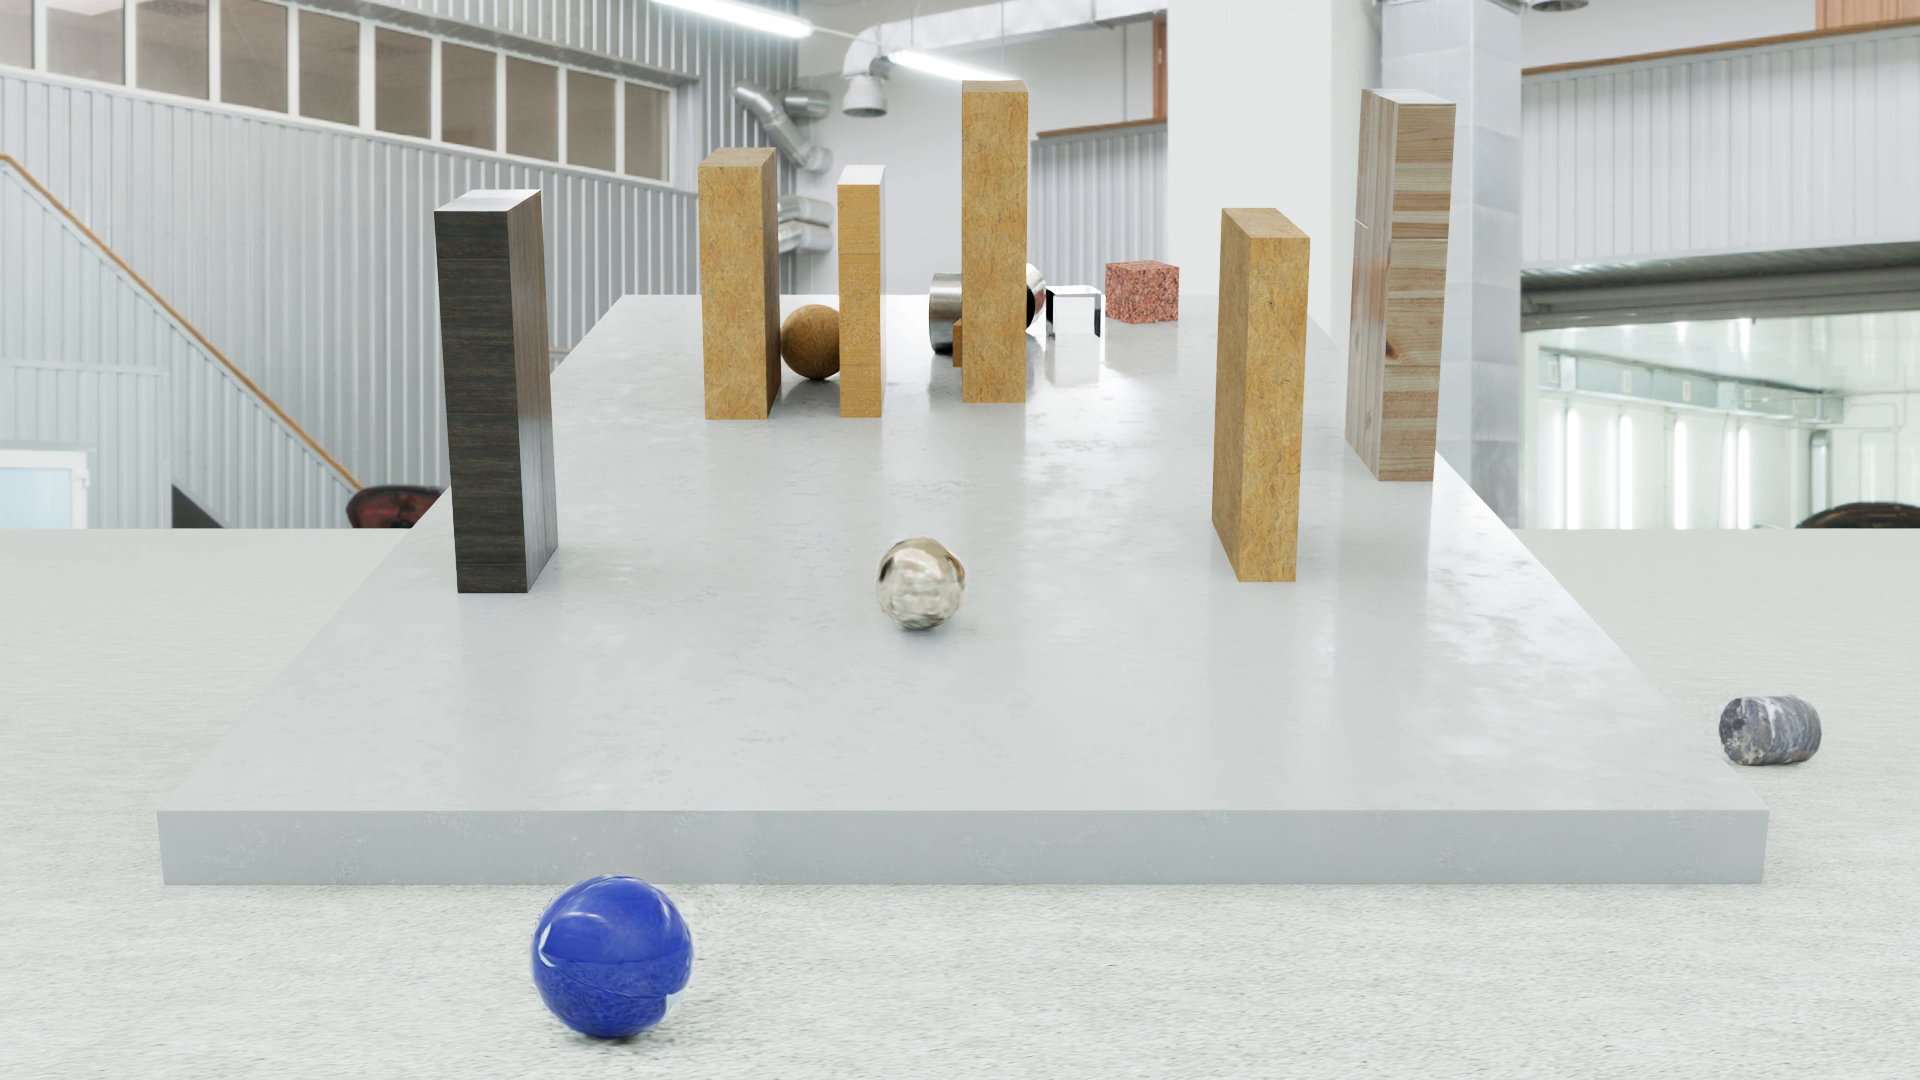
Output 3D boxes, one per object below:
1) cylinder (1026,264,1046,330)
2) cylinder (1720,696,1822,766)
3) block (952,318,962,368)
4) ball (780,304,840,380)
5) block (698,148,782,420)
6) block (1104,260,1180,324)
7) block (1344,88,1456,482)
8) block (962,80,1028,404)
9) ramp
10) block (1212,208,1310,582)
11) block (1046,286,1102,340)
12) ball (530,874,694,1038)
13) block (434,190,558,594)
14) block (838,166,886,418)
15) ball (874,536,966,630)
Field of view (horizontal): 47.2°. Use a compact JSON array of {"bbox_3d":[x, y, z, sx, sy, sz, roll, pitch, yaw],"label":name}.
[{"bbox_3d":[0.127,-0.646,5.912,0.189,0.189,0.189,0,15,13],"label":"cylinder"},{"bbox_3d":[1.516,0.356,4.116,0.128,0.128,0.128,0,1,-27],"label":"cylinder"},{"bbox_3d":[0.044,-0.494,5.520,0.105,0.105,0.105,3,16,10],"label":"block"},{"bbox_3d":[-0.349,-0.481,5.328,0.182,0.182,0.182,0,0,0],"label":"ball"},{"bbox_3d":[-0.499,-0.595,5.033,0.138,0.559,0.431,0,15,0],"label":"block"},{"bbox_3d":[0.510,-0.695,6.163,0.150,0.150,0.150,-7,17,-25],"label":"block"},{"bbox_3d":[0.883,-0.523,4.445,0.109,0.737,0.391,0,15,0],"label":"block"},{"bbox_3d":[0.078,-0.711,5.181,0.146,0.705,0.415,0,15,0],"label":"block"},{"bbox_3d":[-0.002,-0.151,4.667,2.000,0.100,4.000,0,15,0],"label":"ramp"},{"bbox_3d":[0.514,-0.261,3.798,0.096,0.576,0.401,0,15,0],"label":"block"},{"bbox_3d":[0.304,-0.611,5.908,0.124,0.124,0.124,-3,16,-10],"label":"block"},{"bbox_3d":[-0.306,0.366,1.937,0.143,0.143,0.143,0,0,0],"label":"ball"},{"bbox_3d":[-0.768,-0.253,3.672,0.115,0.626,0.294,0,15,0],"label":"block"},{"bbox_3d":[-0.222,-0.578,5.047,0.092,0.519,0.405,0,15,0],"label":"block"},{"bbox_3d":[-0.061,0.067,3.423,0.144,0.144,0.144,0,0,0],"label":"ball"}]
